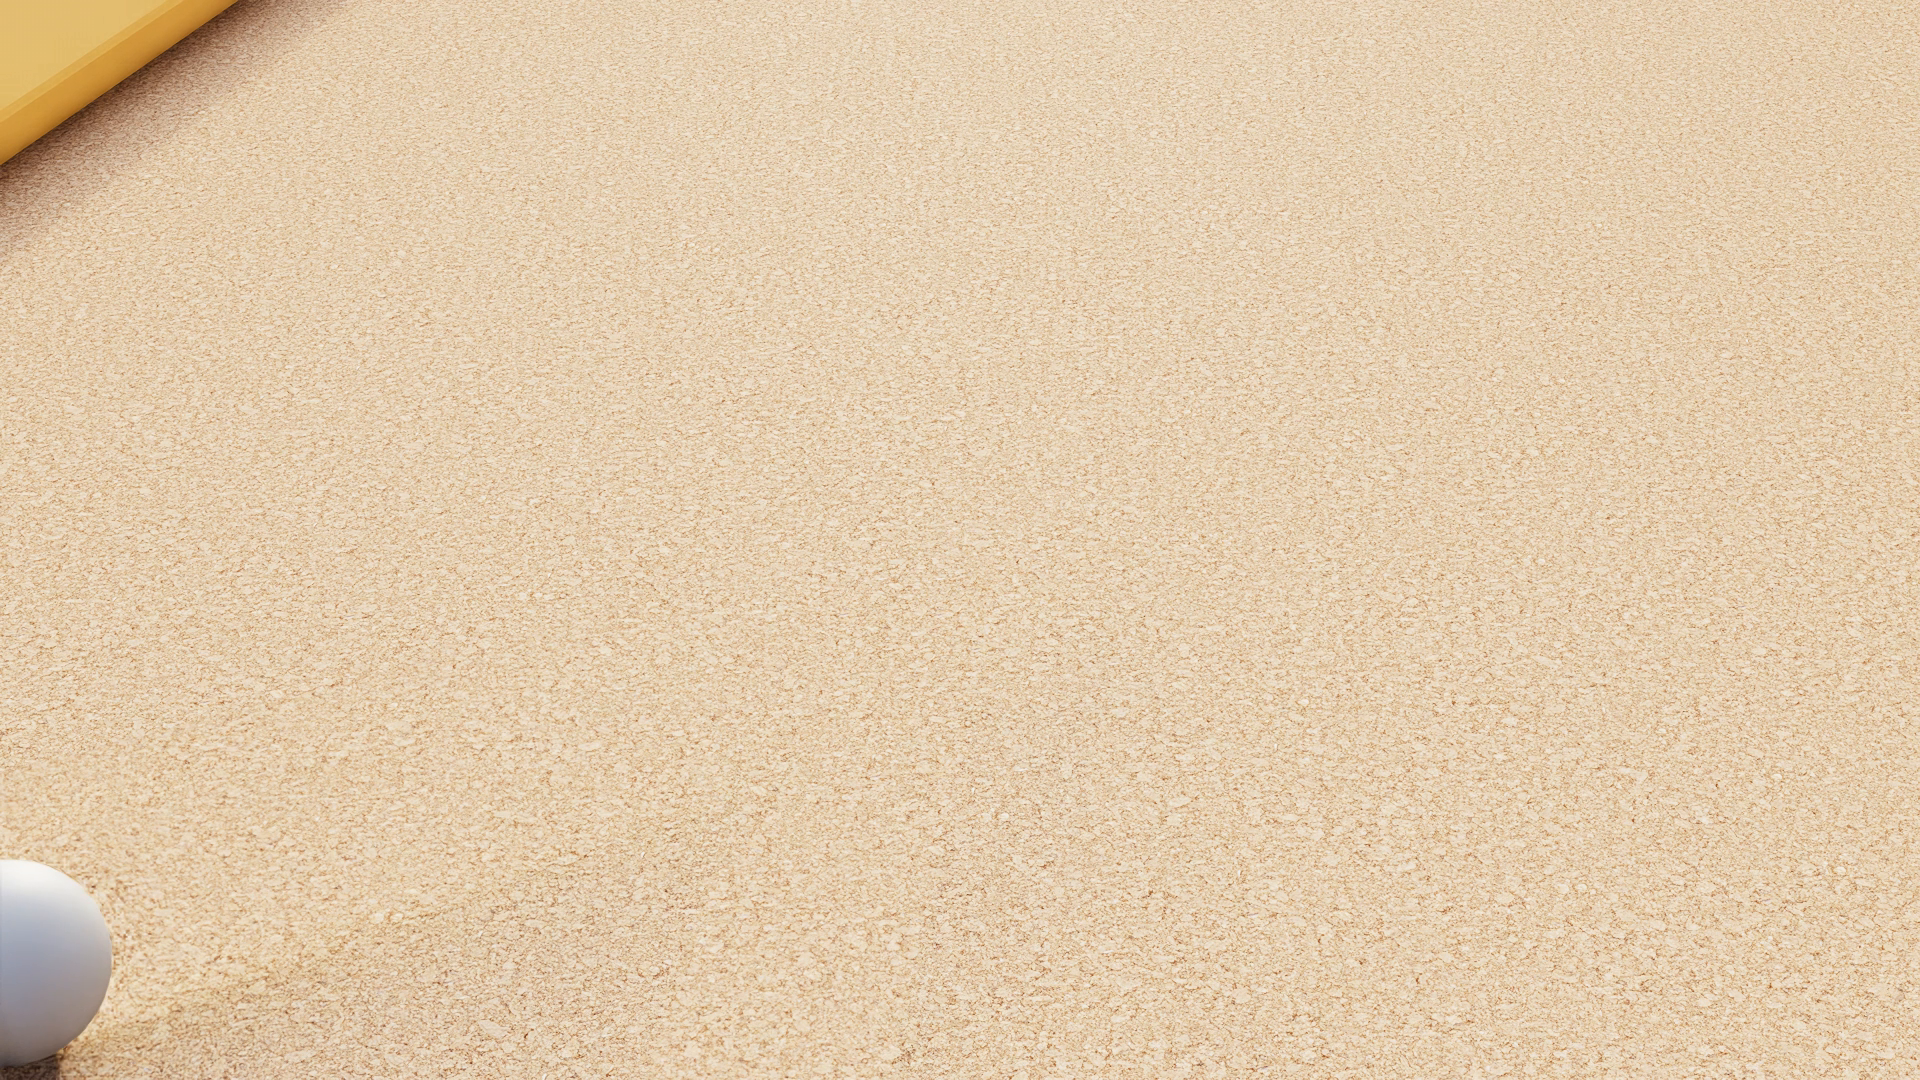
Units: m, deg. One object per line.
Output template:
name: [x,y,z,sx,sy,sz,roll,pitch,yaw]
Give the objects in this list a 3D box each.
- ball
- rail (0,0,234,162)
ball: [-0.435,0.192,1.339,0.094,0.094,0.094,0,28,0]
rail: [-0.673,-0.517,2.632,0.045,0.128,3.520,6,29,11]
